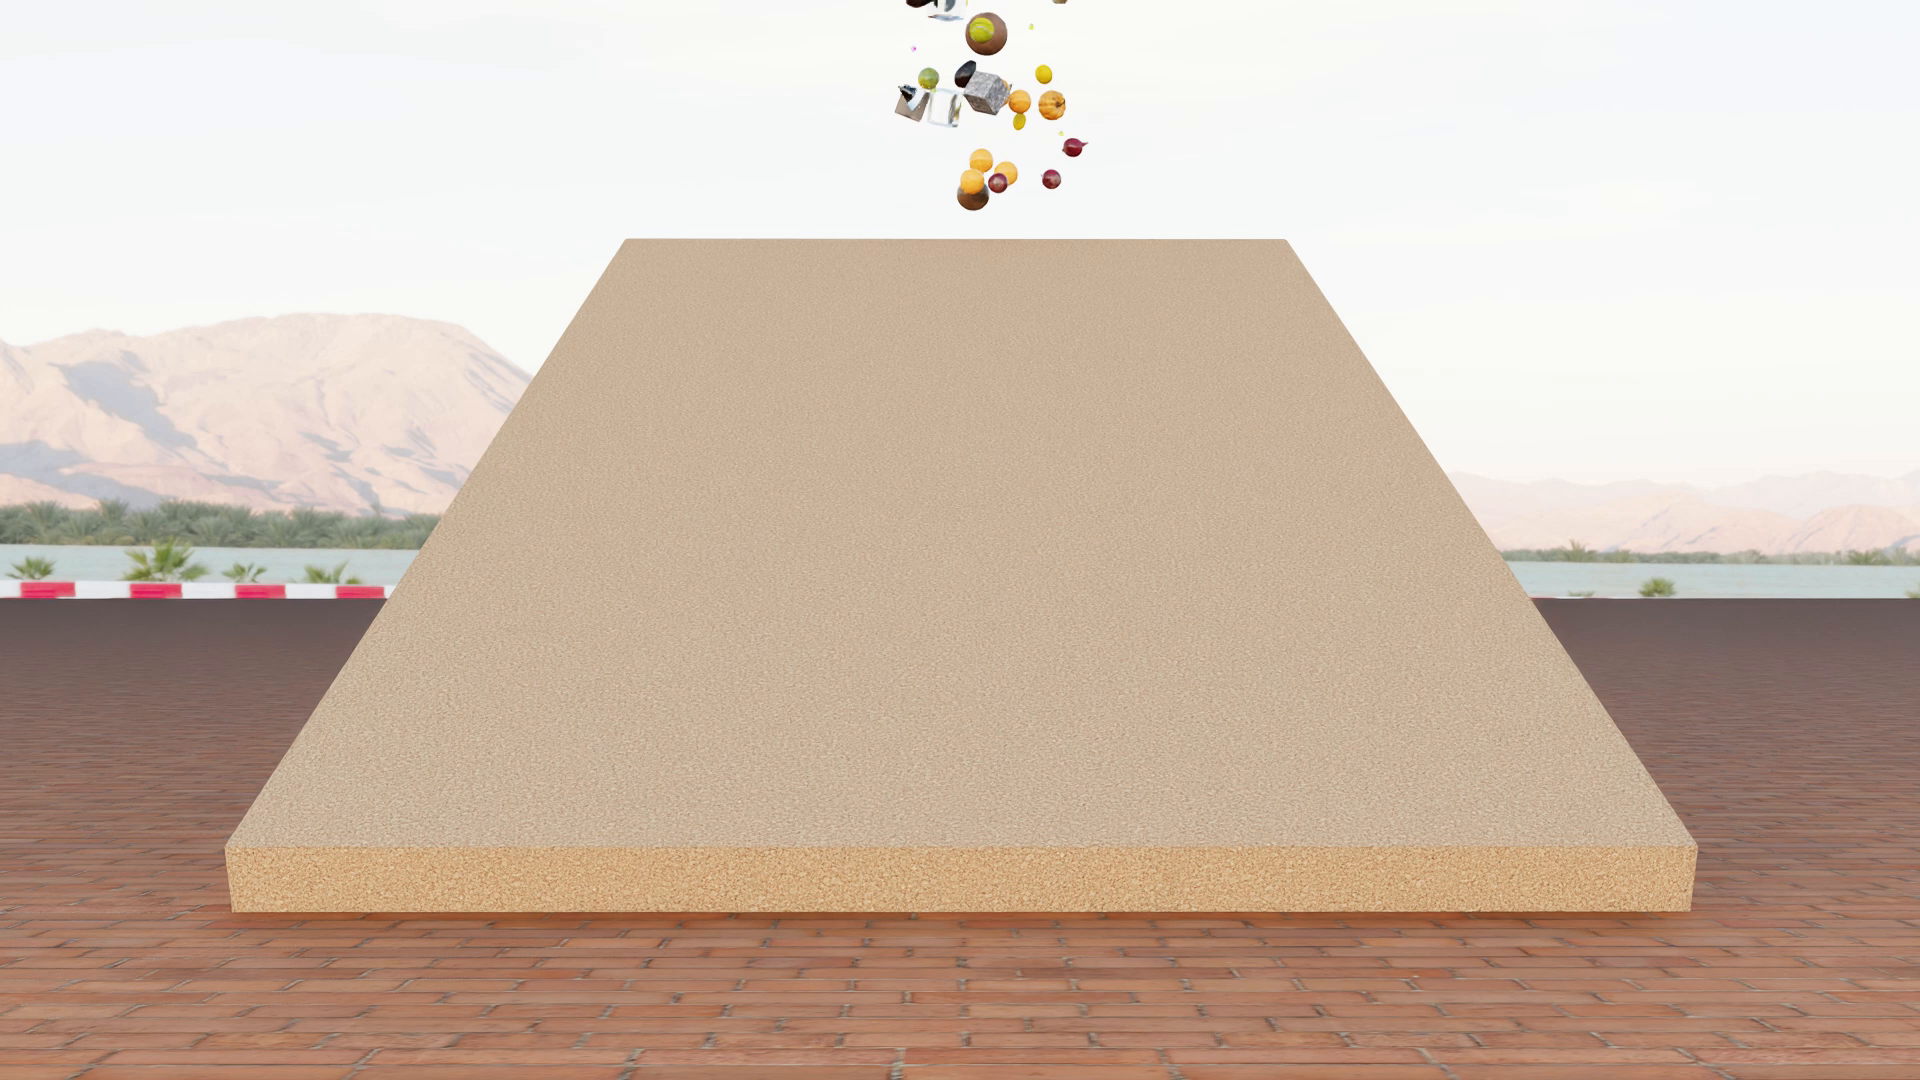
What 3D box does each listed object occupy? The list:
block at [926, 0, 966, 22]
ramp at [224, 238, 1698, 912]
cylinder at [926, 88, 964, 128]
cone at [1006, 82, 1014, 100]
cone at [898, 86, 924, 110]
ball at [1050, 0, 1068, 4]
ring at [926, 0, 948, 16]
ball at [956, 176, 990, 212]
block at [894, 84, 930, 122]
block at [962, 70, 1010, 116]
[{"bbox_3d":[-0.039,-1.560,6.565,0.082,0.082,0.082,4,0,-41],"label":"block"},{"bbox_3d":[-0.005,-0.202,4.967,2.000,0.100,4.000,0,19,0],"label":"ramp"},{"bbox_3d":[-0.043,-1.230,6.421,0.093,0.093,0.093,8,20,-3],"label":"cylinder"},{"bbox_3d":[0.139,-1.342,6.714,0.059,0.059,0.059,-42,8,-11],"label":"cone"},{"bbox_3d":[-0.149,-1.271,6.407,0.072,0.072,0.072,30,-12,-19],"label":"cone"},{"bbox_3d":[0.291,-1.603,6.603,0.072,0.072,0.072,0,-1,0],"label":"ball"},{"bbox_3d":[-0.068,-1.601,6.758,0.075,0.025,0.075,-26,-18,-9],"label":"ring"},{"bbox_3d":[0.039,-1.009,6.585,0.100,0.100,0.100,0,-1,0],"label":"ball"},{"bbox_3d":[-0.142,-1.304,6.736,0.084,0.084,0.084,21,3,-6],"label":"block"},{"bbox_3d":[0.075,-1.276,6.447,0.083,0.083,0.083,20,-18,36],"label":"block"}]
